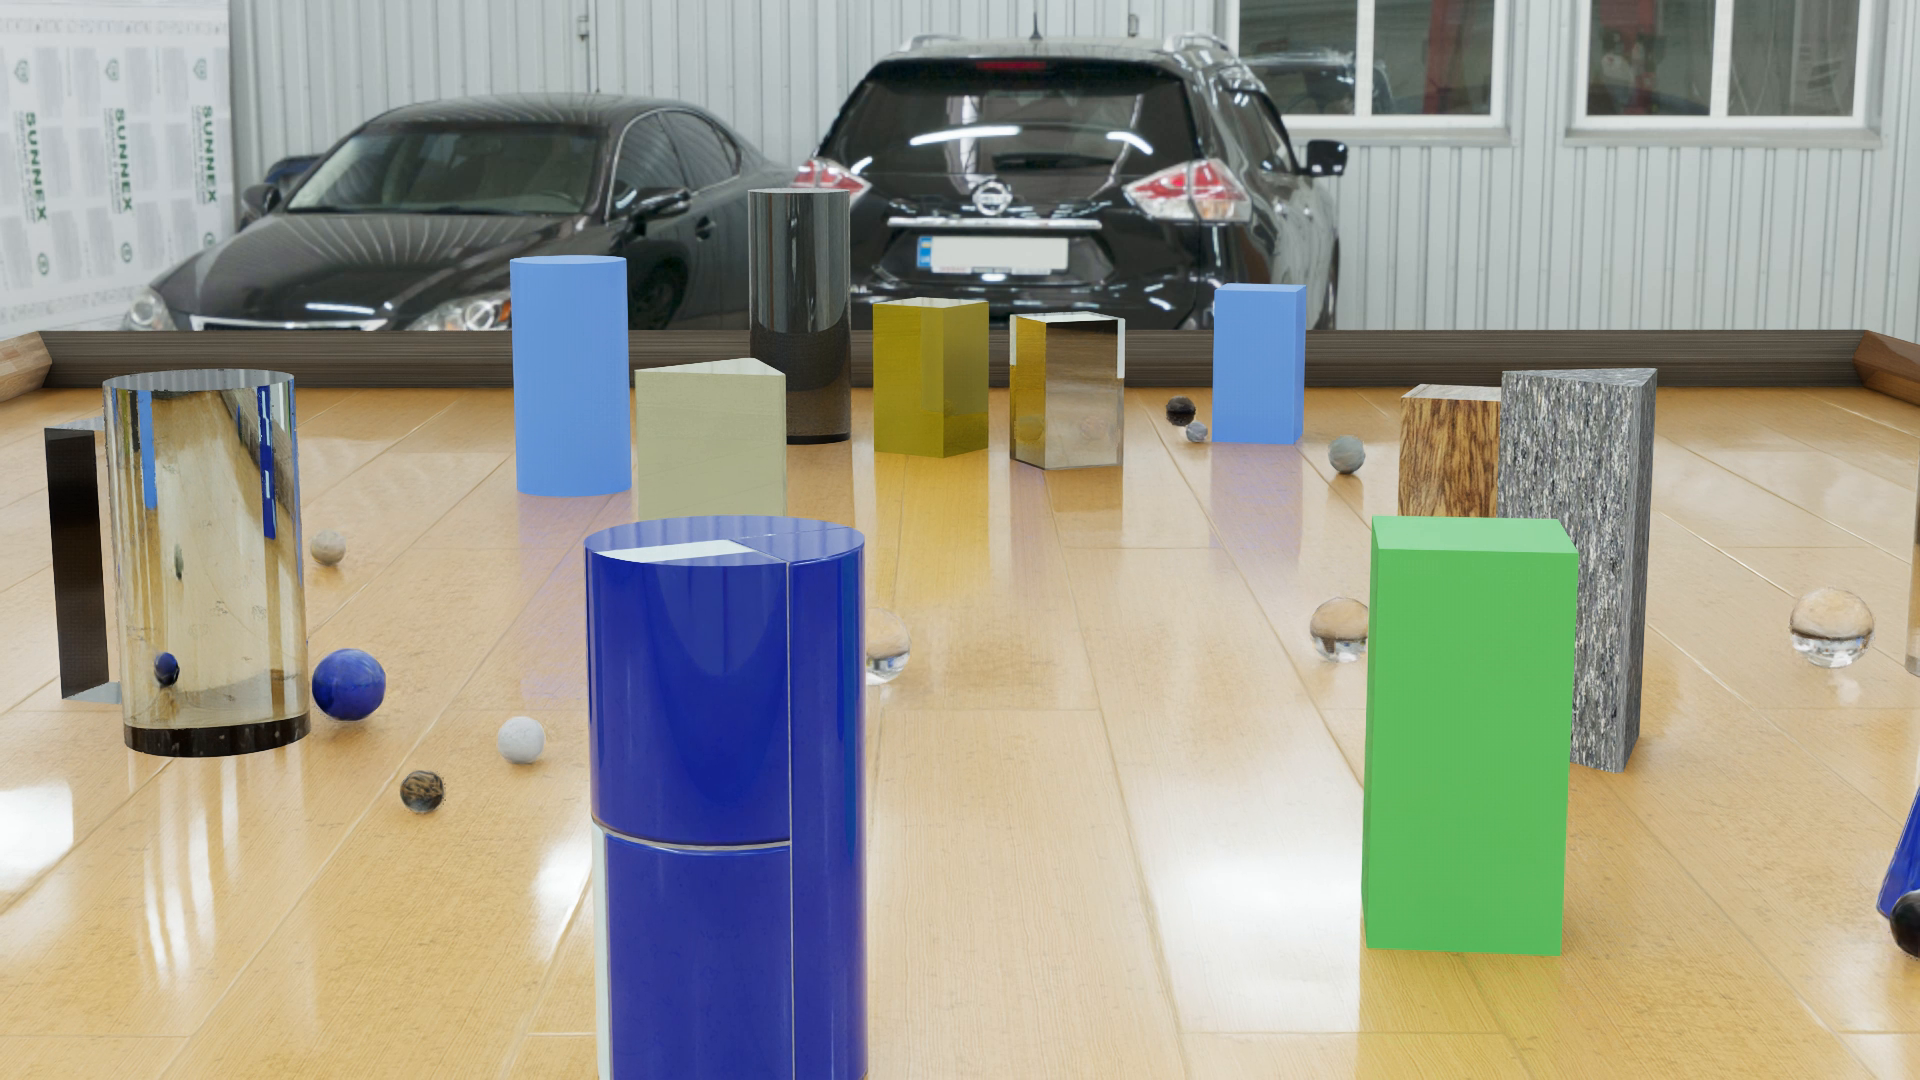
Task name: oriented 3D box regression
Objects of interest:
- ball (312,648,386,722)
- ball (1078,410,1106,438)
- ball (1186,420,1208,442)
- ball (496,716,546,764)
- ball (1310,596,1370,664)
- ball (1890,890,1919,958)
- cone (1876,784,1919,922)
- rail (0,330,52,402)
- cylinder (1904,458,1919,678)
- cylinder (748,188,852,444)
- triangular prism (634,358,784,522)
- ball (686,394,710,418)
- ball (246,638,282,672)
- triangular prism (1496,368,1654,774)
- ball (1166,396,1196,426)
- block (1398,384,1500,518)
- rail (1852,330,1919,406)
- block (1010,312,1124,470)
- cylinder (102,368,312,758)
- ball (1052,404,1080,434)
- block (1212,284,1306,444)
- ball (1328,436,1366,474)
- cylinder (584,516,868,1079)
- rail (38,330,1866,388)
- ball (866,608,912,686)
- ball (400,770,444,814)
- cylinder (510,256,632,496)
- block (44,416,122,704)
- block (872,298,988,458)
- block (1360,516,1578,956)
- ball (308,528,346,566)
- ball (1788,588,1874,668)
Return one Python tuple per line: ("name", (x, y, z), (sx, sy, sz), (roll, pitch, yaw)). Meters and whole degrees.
("ball", (-0.682, 0.162, 2.862), (0.082, 0.082, 0.082), (0, 10, 0))
("ball", (0.262, -0.228, 5.073), (0.055, 0.055, 0.055), (0, 10, 0))
("ball", (0.463, -0.212, 5.019), (0.043, 0.043, 0.043), (0, 10, 0))
("ball", (-0.463, 0.211, 2.709), (0.051, 0.051, 0.051), (0, 10, 0))
("ball", (0.472, 0.111, 3.162), (0.082, 0.082, 0.082), (0, 10, 0))
("ball", (0.794, 0.315, 2.109), (0.057, 0.057, 0.057), (0, 10, 0))
("cone", (0.899, 0.141, 2.191), (0.199, 0.377, 0.199), (0, 10, 0))
("rail", (-2.068, 0.035, 3.437), (0.045, 0.129, 4.937), (0, 10, 0))
("cylinder", (1.252, -0.042, 3.078), (0.199, 0.414, 0.199), (0, 10, 0))
("cylinder", (-0.314, -0.442, 5.043), (0.199, 0.486, 0.199), (0, 10, 0))
("triangular prism", (-0.260, -0.003, 2.925), (0.172, 0.394, 0.149), (2, 11, 13))
("ball", (-0.547, -0.280, 5.360), (0.052, 0.052, 0.052), (0, 10, 0))
("ball", (-0.847, 0.139, 3.117), (0.043, 0.043, 0.043), (0, 10, 0))
("triangular prism", (0.689, 0.023, 2.750), (0.149, 0.405, 0.172), (-9, 14, -39))
("ball", (0.450, -0.263, 5.238), (0.062, 0.062, 0.062), (0, 10, 0))
("block", (0.727, -0.082, 3.706), (0.159, 0.264, 0.159), (4, 11, 19))
("rail", (2.068, 0.031, 3.460), (0.045, 0.129, 4.937), (0, 10, 0))
("block", (0.197, -0.278, 4.749), (0.159, 0.270, 0.159), (-4, 11, -23))
("cylinder", (-0.818, 0.021, 2.796), (0.199, 0.393, 0.199), (0, 10, 0))
("ball", (0.212, -0.241, 5.130), (0.059, 0.059, 0.059), (0, 10, 0))
("block", (0.591, -0.349, 5.059), (0.159, 0.297, 0.159), (3, 11, 14))
("ball", (0.699, -0.153, 4.637), (0.066, 0.066, 0.066), (0, 10, 0))
("cylinder", (-0.166, 0.194, 1.852), (0.199, 0.396, 0.199), (0, 10, 0))
("rail", (-0.014, -0.412, 5.853), (4.183, 0.129, 0.045), (0, 10, 0))
("ball", (-0.104, 0.126, 3.052), (0.093, 0.093, 0.093), (0, 10, 0))
("ball", (-0.530, 0.248, 2.530), (0.043, 0.043, 0.043), (0, 10, 0))
("cylinder", (-0.674, -0.287, 4.448), (0.199, 0.397, 0.199), (0, 10, 0))
("block", (-0.946, 0.019, 3.008), (0.159, 0.319, 0.159), (3, 11, 17))
("block", (-0.055, -0.312, 4.901), (0.159, 0.283, 0.159), (7, 12, 32))
("block", (0.429, 0.162, 2.182), (0.159, 0.340, 0.159), (1, 11, 7))
("ball", (-0.931, 0.011, 3.781), (0.054, 0.054, 0.054), (0, 10, 0))
("ball", (1.065, 0.107, 3.135), (0.099, 0.099, 0.099), (0, 10, 0))
